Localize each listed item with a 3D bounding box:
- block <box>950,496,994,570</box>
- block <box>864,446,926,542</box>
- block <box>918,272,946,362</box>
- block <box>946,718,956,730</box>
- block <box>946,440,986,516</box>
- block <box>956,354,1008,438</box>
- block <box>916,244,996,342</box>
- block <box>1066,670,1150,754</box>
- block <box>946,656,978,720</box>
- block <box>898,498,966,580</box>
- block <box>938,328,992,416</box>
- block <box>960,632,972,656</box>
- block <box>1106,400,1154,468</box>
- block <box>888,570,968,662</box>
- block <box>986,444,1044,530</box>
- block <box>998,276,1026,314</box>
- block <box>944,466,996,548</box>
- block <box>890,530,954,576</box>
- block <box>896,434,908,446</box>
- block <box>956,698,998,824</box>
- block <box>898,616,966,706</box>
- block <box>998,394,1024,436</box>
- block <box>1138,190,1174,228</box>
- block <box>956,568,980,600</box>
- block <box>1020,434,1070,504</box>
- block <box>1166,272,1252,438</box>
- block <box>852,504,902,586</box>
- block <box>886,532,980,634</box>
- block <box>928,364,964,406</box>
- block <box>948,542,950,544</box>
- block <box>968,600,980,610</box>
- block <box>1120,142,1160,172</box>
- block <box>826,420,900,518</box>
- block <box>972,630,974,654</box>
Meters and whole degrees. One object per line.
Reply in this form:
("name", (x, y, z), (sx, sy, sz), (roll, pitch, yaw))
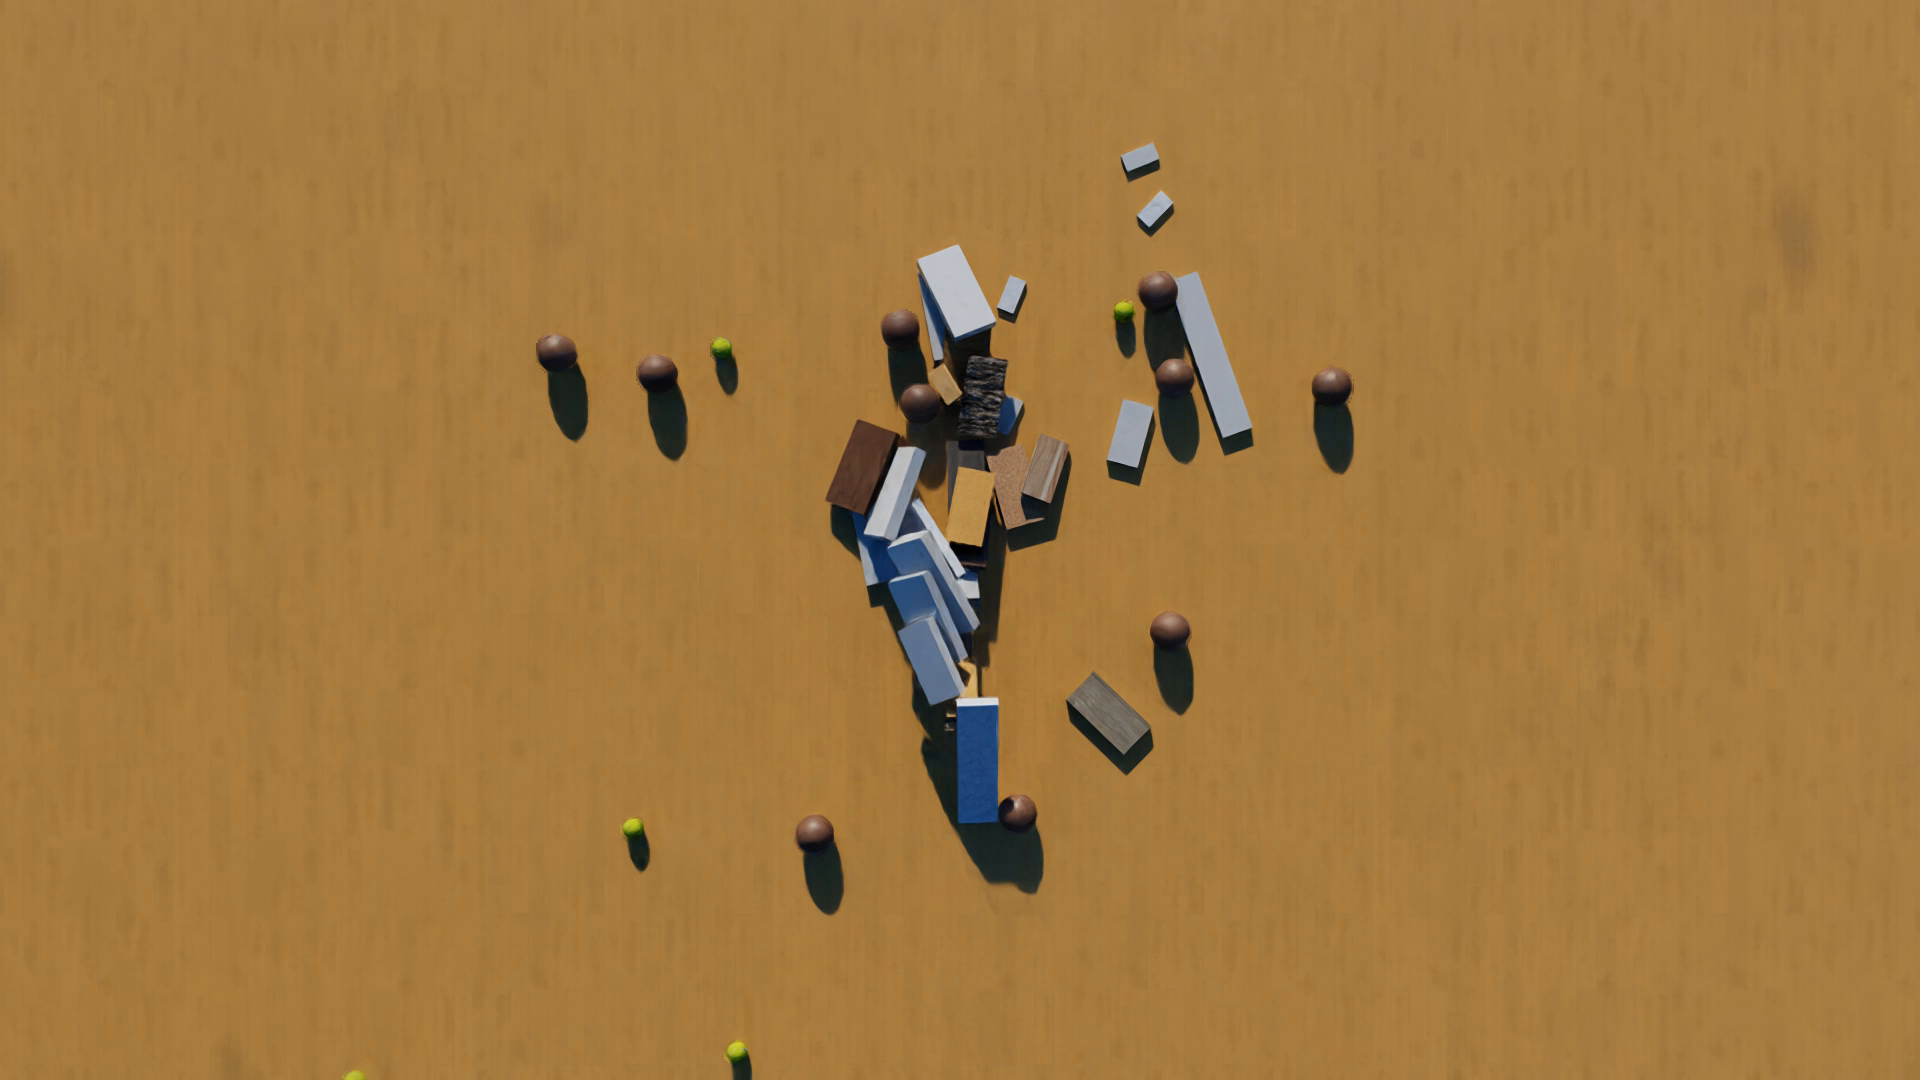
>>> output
("block", (0.037, -0.029, 5.438), (0.124, 0.035, 0.247), (6, 70, 4))
("block", (-0.212, -0.153, 5.386), (0.044, 0.155, 0.310), (22, 84, -27))
("block", (-0.041, -0.754, 5.479), (0.149, 0.042, 0.299), (-11, 90, 0))
("block", (0.005, 0.594, 5.399), (0.101, 0.202, 0.029), (-4, 91, 0))
("block", (0.021, -0.206, 5.451), (0.124, 0.035, 0.248), (-2, 76, 1))
("block", (0.073, -0.472, 5.426), (0.131, 0.037, 0.261), (8, 101, -4))
("block", (-0.012, -0.809, 5.403), (0.149, 0.042, 0.299), (-23, 77, -10))
("block", (0.494, 0.573, 5.481), (0.263, 0.037, 0.131), (44, 90, 0))
("block", (0.007, 0.477, 5.328), (0.101, 0.029, 0.202), (-4, 66, 5))
("block", (-0.108, 0.019, 5.393), (0.041, 0.146, 0.292), (-28, 84, -40))
("block", (0.016, -0.560, 5.447), (0.149, 0.042, 0.299), (4, 101, -3))
("block", (0.000, 0.386, 5.395), (0.081, 0.023, 0.163), (-1, 84, 6))
("block", (0.566, -0.353, 5.485), (0.104, 0.030, 0.209), (15, 90, 0))
("block", (-0.104, 0.255, 5.297), (0.155, 0.044, 0.310), (-14, 104, 39))
("block", (0.182, -0.177, 5.482), (0.131, 0.037, 0.261), (-16, 90, 0))
("block", (0.172, -0.816, 5.492), (0.058, 0.016, 0.115), (22, 90, 0))
("block", (0.033, -0.106, 5.389), (0.124, 0.035, 0.248), (10, 80, 3))
("block", (-0.091, 0.128, 5.347), (0.146, 0.041, 0.328), (-12, 113, 38))
("block", (-0.190, -0.281, 5.491), (0.062, 0.017, 0.123), (-26, 90, 0))
("block", (0.057, 0.720, 5.349), (0.131, 0.037, 0.493), (-2, 123, -2))
("block", (-0.090, 0.388, 5.273), (0.131, 0.037, 0.263), (-25, 90, 38))
("block", (0.158, -0.416, 5.491), (0.062, 0.017, 0.123), (24, 90, 0))
("block", (0.649, -1.101, 5.492), (0.058, 0.016, 0.115), (44, 90, 0))
("block", (0.018, 0.113, 5.424), (0.085, 0.024, 0.170), (-2, 74, 1))
("block", (0.280, -0.236, 5.460), (0.104, 0.030, 0.209), (21, 81, -12))
("block", (0.830, -0.616, 5.485), (0.104, 0.030, 0.550), (-19, 90, 0))
("block", (-0.271, 0.011, 5.481), (0.131, 0.037, 0.261), (-11, 90, 0))
("block", (-0.085, 0.148, 5.298), (0.155, 0.044, 0.354), (-17, 109, 40))
("block", (-0.047, -0.510, 5.415), (0.062, 0.017, 0.123), (-35, 83, 25))
("block", (0.002, 0.061, 5.465), (0.085, 0.024, 0.170), (-4, 74, 0))
("block", (0.014, 0.153, 5.463), (0.085, 0.024, 0.170), (-7, 73, 0))
("block", (0.599, -1.273, 5.492), (0.115, 0.016, 0.058), (-22, 90, 0))
("block", (-0.323, -0.238, 5.453), (0.146, 0.041, 0.292), (21, 87, 16))
("block", (0.008, 0.324, 5.422), (0.069, 0.020, 0.139), (1, 84, 5))
